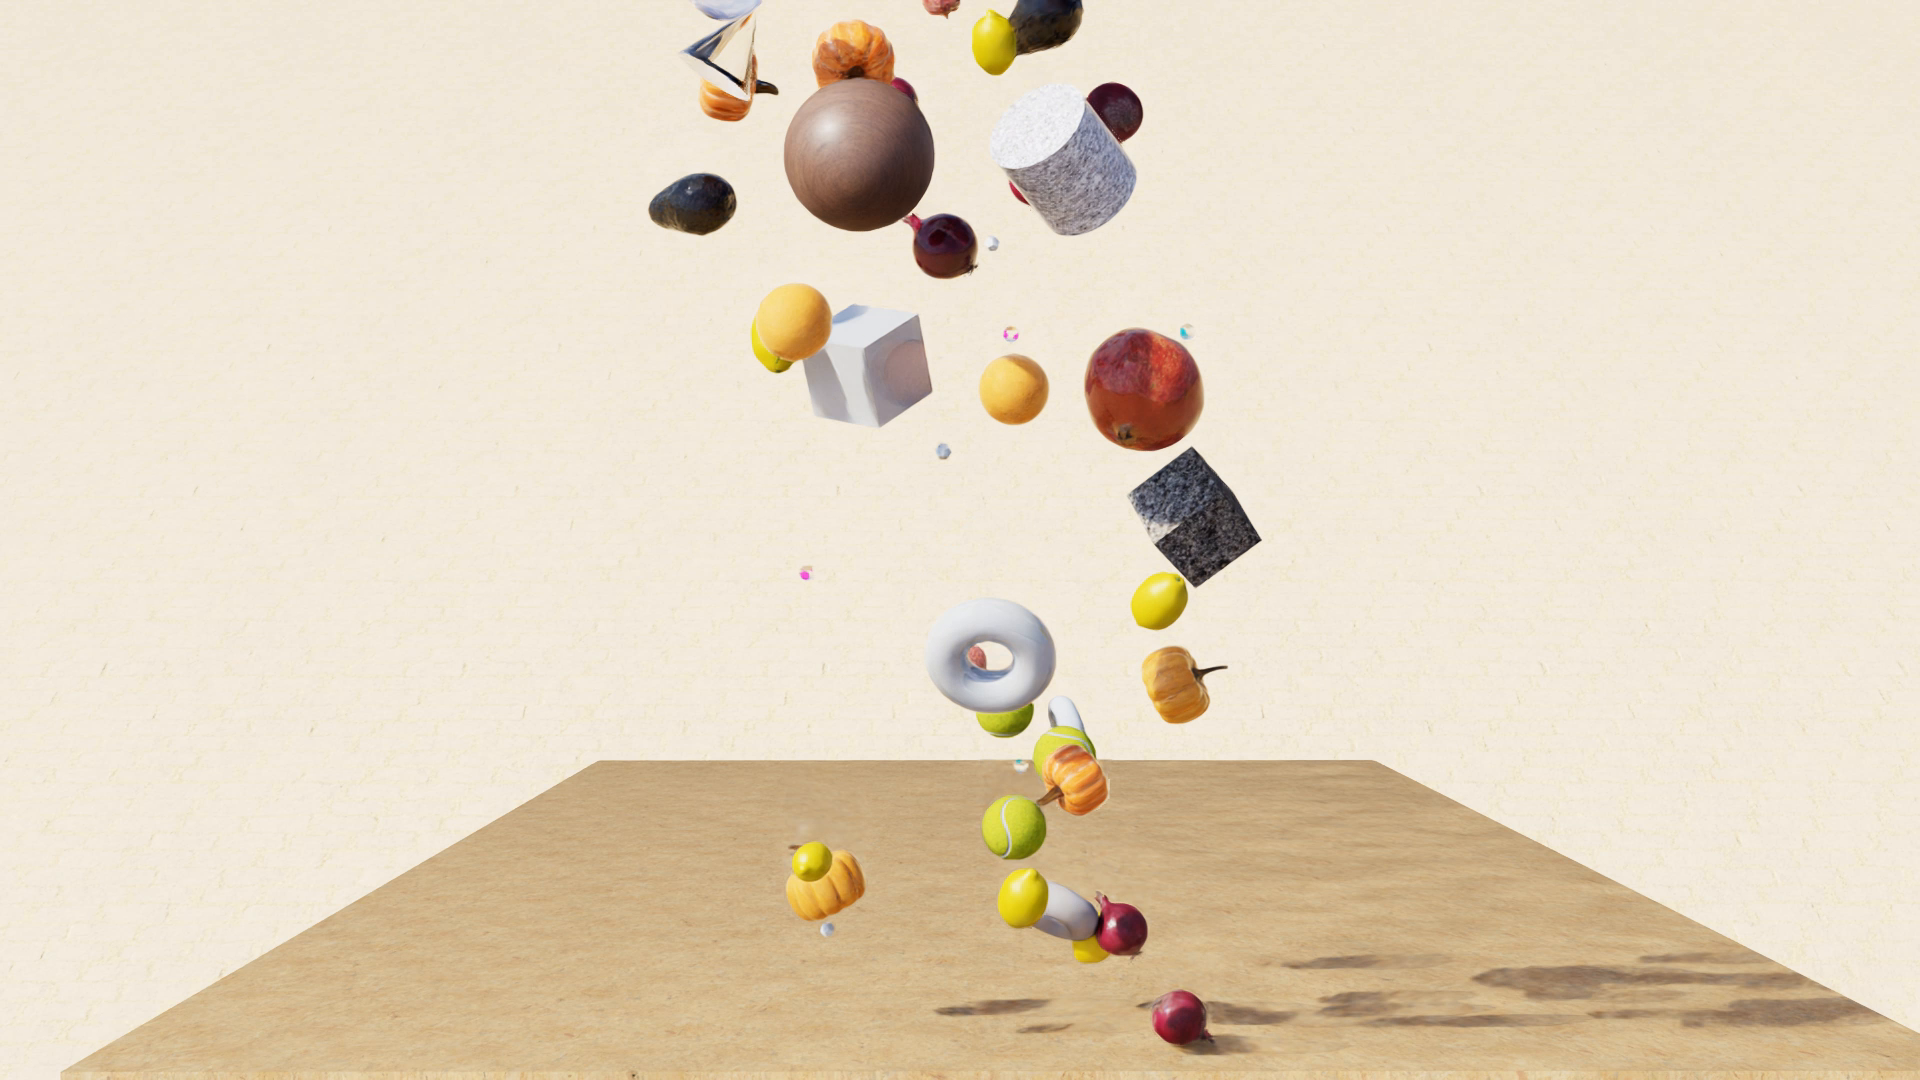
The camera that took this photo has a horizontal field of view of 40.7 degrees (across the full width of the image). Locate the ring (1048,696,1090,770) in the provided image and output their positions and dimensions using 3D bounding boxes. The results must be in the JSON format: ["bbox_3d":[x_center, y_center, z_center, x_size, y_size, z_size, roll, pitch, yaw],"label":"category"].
[{"bbox_3d":[0.131,0.230,3.093,0.031,0.094,0.094,-19,33,-5],"label":"ring"}]

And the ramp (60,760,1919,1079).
[{"bbox_3d":[0.068,0.608,4.677,2.000,0.100,4.000,0,0,0],"label":"ramp"}]

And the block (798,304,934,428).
[{"bbox_3d":[-0.094,-0.174,2.578,0.086,0.086,0.086,12,34,37],"label":"block"}]

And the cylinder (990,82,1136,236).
[{"bbox_3d":[0.090,-0.331,2.252,0.094,0.094,0.094,-21,47,24],"label":"cylinder"}]

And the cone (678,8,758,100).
[{"bbox_3d":[-0.203,-0.451,2.340,0.076,0.076,0.076,28,85,39],"label":"cone"}]

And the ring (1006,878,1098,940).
[{"bbox_3d":[0.104,0.416,2.921,0.112,0.112,0.037,15,67,24],"label":"ring"}]

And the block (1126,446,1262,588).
[{"bbox_3d":[0.222,-0.021,2.454,0.079,0.079,0.079,-37,40,11],"label":"block"}]

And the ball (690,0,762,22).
[{"bbox_3d":[-0.203,-0.488,2.248,0.075,0.075,0.075,0,31,0],"label":"ball"}]
